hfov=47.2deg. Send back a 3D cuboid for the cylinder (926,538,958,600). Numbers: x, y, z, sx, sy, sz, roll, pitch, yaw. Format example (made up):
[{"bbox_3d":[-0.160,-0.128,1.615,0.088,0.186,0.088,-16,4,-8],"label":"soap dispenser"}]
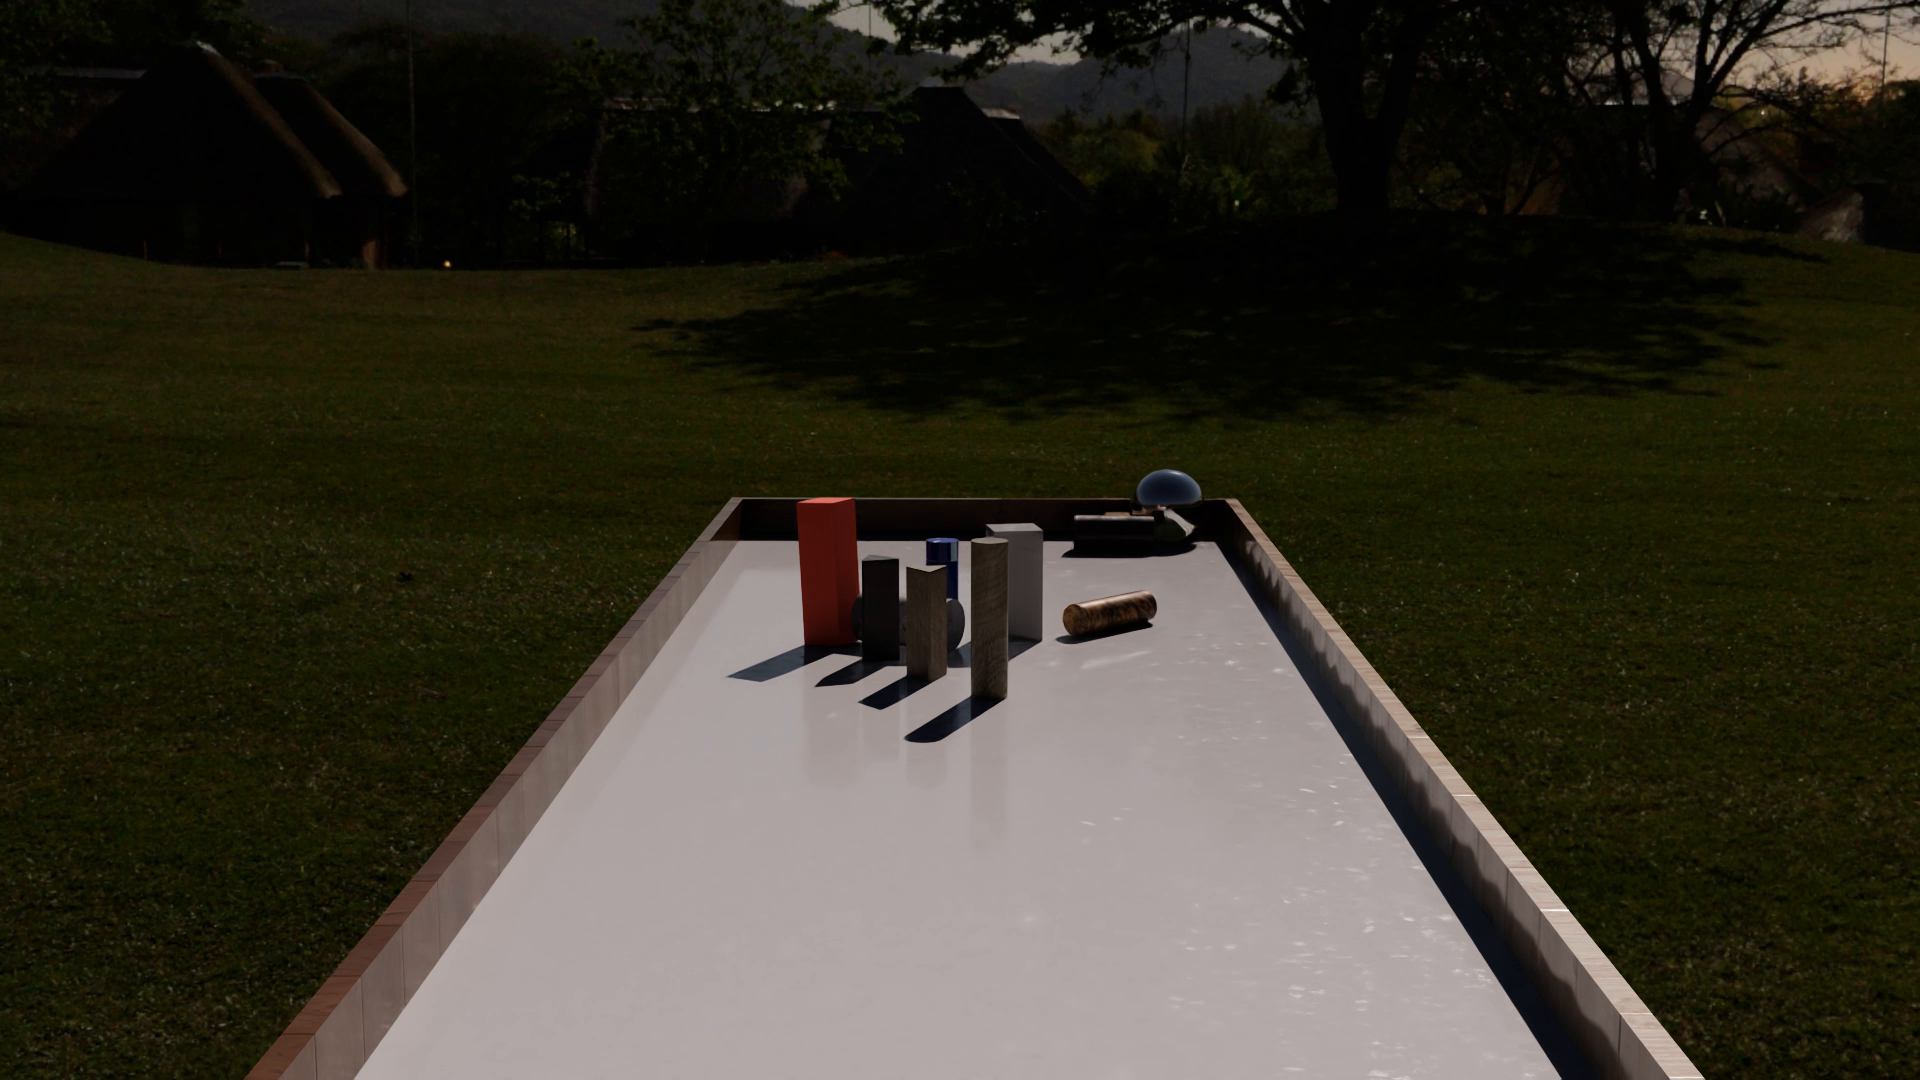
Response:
[{"bbox_3d":[-0.057,0.159,6.976,0.103,0.321,0.103,0,9,0],"label":"cylinder"}]

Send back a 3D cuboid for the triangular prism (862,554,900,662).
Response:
[{"bbox_3d":[-0.257,0.206,6.709,0.117,0.313,0.101,-4,10,-21],"label":"triangular prism"}]

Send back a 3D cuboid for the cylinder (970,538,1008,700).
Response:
[{"bbox_3d":[0.083,0.222,6.182,0.105,0.447,0.105,0,9,0],"label":"cylinder"}]

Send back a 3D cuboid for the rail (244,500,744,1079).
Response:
[{"bbox_3d":[-1.004,0.839,3.234,0.050,0.150,12.000,0,9,1],"label":"rail"}]

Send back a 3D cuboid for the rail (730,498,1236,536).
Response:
[{"bbox_3d":[0.099,-0.098,9.147,2.100,0.150,0.050,0,9,1],"label":"rail"}]

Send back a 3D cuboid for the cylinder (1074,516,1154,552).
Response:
[{"bbox_3d":[0.612,-0.027,8.727,0.315,0.141,0.141,1,9,3],"label":"cylinder"}]

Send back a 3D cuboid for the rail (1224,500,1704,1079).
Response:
[{"bbox_3d":[1.046,0.843,3.208,0.050,0.150,12.000,0,9,1],"label":"rail"}]

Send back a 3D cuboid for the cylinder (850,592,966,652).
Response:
[{"bbox_3d":[-0.164,0.252,6.898,0.321,0.164,0.164,5,10,30],"label":"cylinder"}]

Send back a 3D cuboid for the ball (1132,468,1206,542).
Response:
[{"bbox_3d":[0.846,-0.141,8.942,0.300,0.300,0.300,0,9,0],"label":"ball"}]

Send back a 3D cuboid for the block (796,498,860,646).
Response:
[{"bbox_3d":[-0.411,0.098,6.927,0.132,0.451,0.132,1,9,29],"label":"block"}]

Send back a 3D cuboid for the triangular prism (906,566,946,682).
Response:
[{"bbox_3d":[-0.082,0.240,6.450,0.101,0.326,0.117,-7,11,-36],"label":"triangular prism"}]

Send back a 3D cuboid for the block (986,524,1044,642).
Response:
[{"bbox_3d":[0.172,0.135,7.021,0.156,0.355,0.156,-1,9,-9],"label":"block"}]

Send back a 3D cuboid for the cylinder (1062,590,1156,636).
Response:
[{"bbox_3d":[0.491,0.238,7.171,0.106,0.106,0.350,9,12,44],"label":"cylinder"}]

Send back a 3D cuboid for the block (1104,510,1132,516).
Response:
[{"bbox_3d":[0.646,-0.045,8.959,0.105,0.105,0.322,0,9,1],"label":"block"}]
